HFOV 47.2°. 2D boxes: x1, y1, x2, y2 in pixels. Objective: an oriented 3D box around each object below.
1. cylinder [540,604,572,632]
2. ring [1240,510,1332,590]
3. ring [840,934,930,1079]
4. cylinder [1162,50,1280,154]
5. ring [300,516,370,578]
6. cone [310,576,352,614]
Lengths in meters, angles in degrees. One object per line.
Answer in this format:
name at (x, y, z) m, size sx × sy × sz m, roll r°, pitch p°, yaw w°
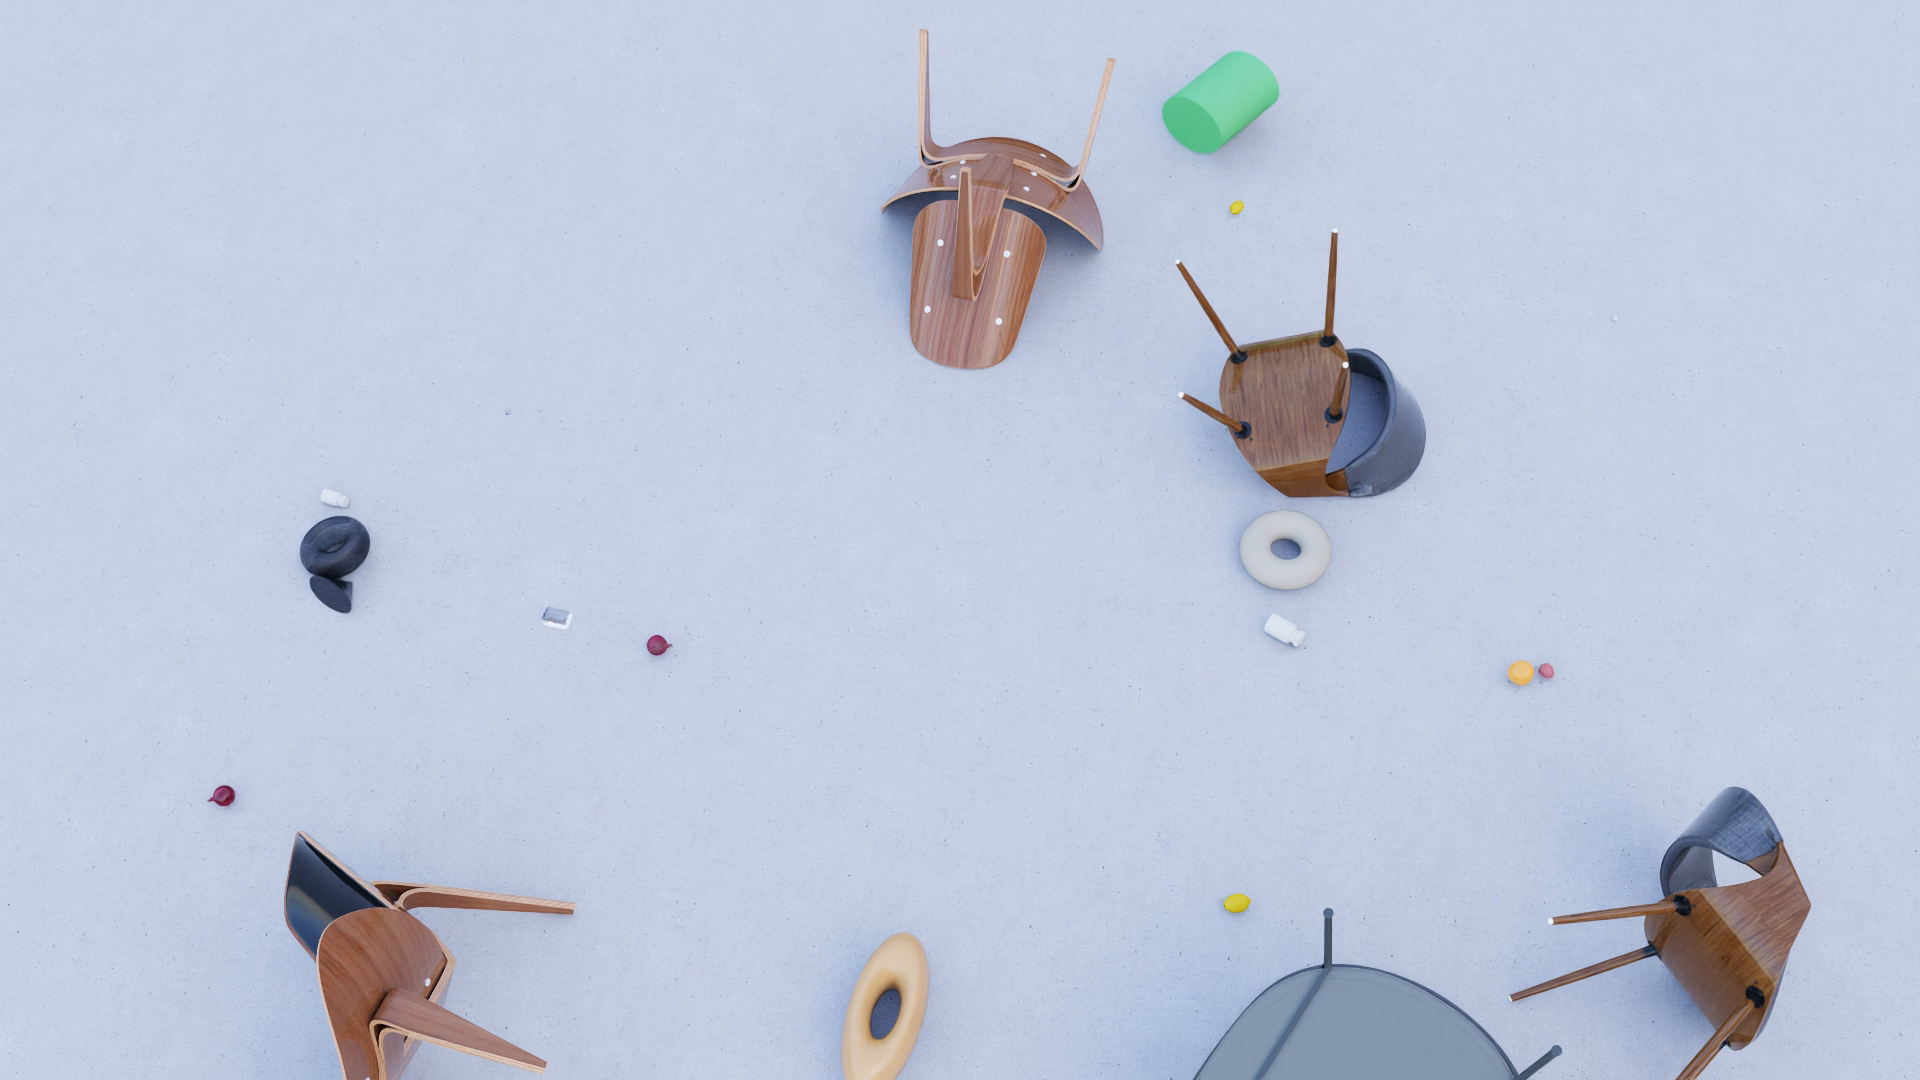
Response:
cylinder at (-1.174, 0.227, 6.401) m, size 0.073 × 0.034 × 0.058 m, roll 34°, pitch 78°, yaw -10°
ring at (0.962, 0.028, 6.501) m, size 0.272 × 0.092 × 0.264 m, roll -19°, pitch 59°, yaw -11°
ring at (-0.192, 1.219, 5.661) m, size 0.198 × 0.160 × 0.448 m, roll 14°, pitch 58°, yaw 6°
cylinder at (0.881, -1.481, 7.434) m, size 0.305 × 0.215 × 0.263 m, roll -41°, pitch 42°, yaw -24°
ring at (-1.846, 0.022, 6.497) m, size 0.212 × 0.105 × 0.183 m, roll -38°, pitch 62°, yaw -21°
cone at (-1.815, 0.141, 6.454) m, size 0.162 × 0.094 × 0.095 m, roll 31°, pitch 35°, yaw 14°
